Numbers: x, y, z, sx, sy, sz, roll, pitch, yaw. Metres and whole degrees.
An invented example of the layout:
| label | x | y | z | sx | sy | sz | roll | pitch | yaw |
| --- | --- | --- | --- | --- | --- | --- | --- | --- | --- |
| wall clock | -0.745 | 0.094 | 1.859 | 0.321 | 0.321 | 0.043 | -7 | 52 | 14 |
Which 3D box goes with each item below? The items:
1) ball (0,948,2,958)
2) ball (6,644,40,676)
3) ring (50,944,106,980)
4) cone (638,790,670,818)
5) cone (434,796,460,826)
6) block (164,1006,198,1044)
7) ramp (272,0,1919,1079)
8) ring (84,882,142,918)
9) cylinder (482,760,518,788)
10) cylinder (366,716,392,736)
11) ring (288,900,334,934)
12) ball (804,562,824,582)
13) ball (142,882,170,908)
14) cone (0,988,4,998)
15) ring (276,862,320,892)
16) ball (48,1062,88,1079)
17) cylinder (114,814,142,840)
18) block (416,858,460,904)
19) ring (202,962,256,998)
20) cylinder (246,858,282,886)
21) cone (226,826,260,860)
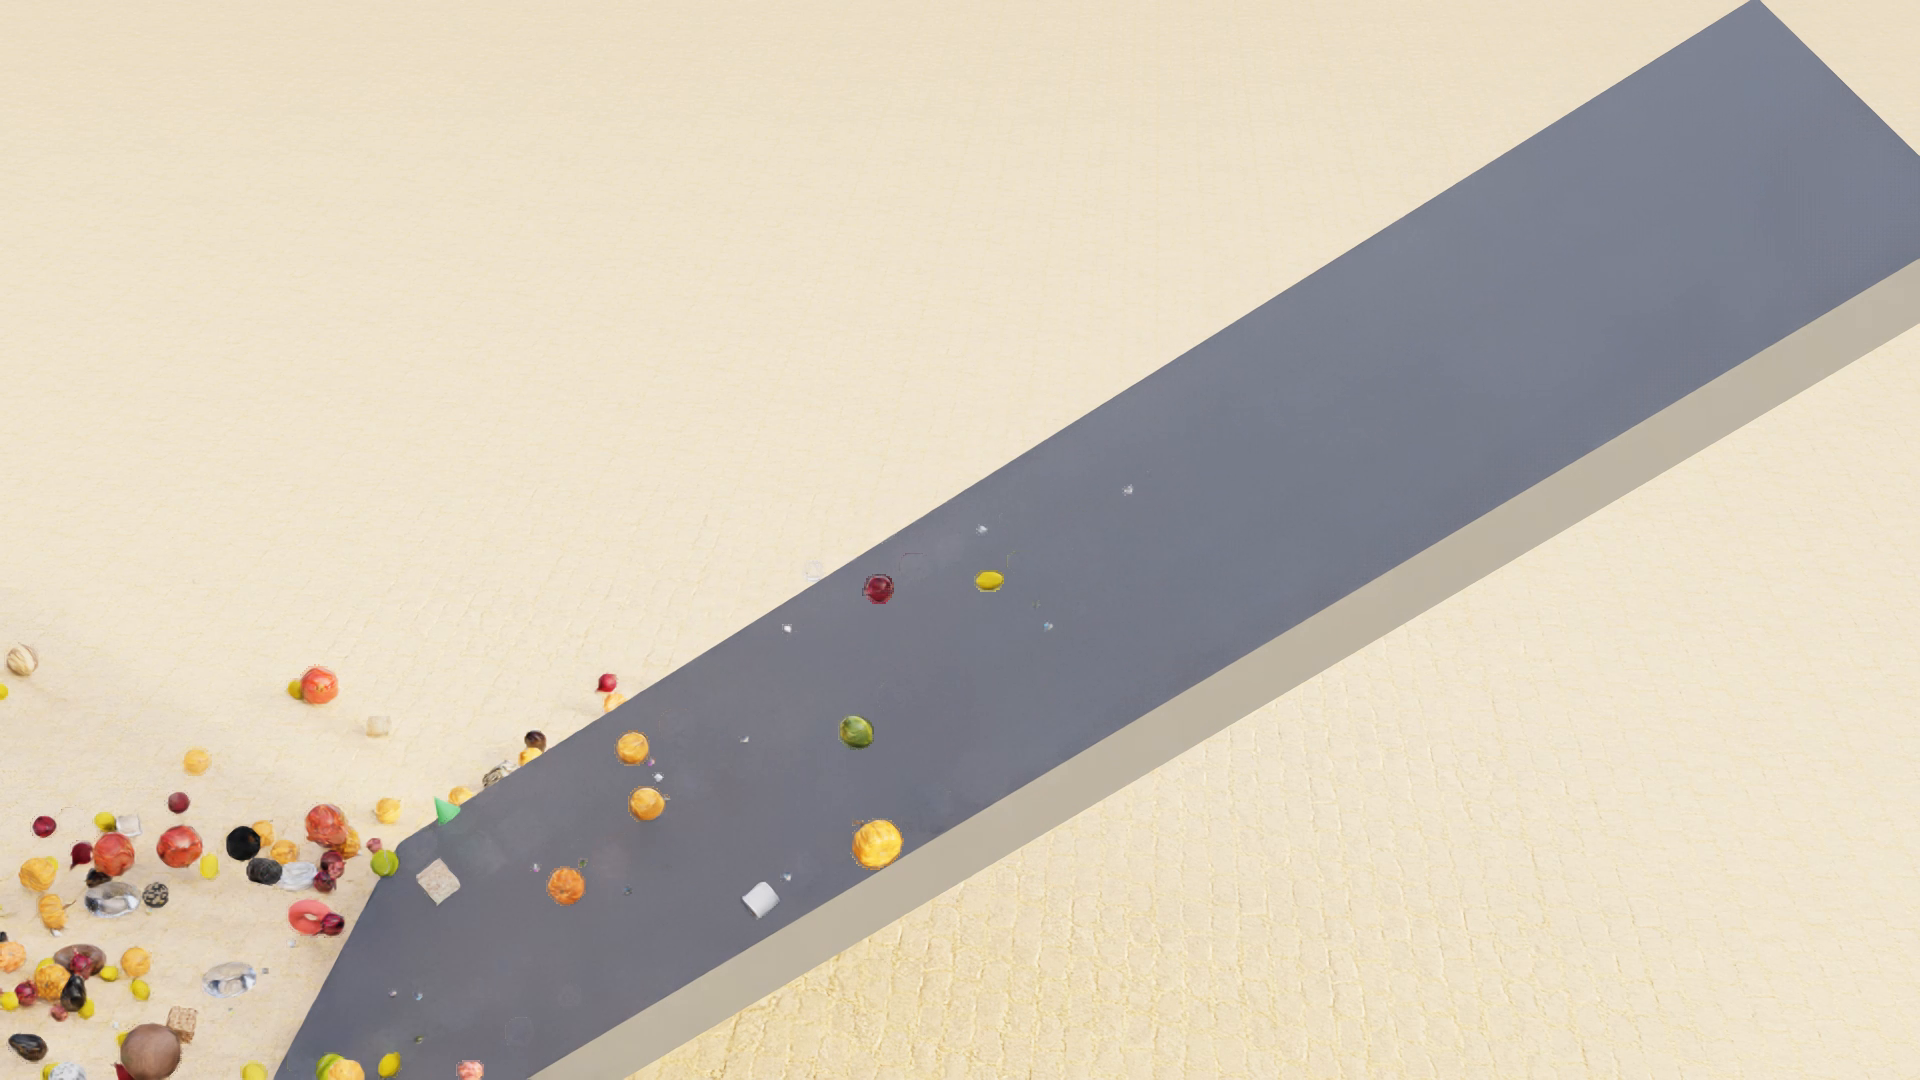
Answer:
| label | x | y | z | sx | sy | sz | roll | pitch | yaw |
| --- | --- | --- | --- | --- | --- | --- | --- | --- | --- |
| ball | -2.399 | 1.024 | 7.281 | 0.055 | 0.055 | 0.055 | 0 | 21 | 0 |
| ball | -2.849 | 0.366 | 8.938 | 0.097 | 0.097 | 0.097 | 0 | 21 | 0 |
| ring | -2.175 | 1.040 | 7.255 | 0.134 | 0.045 | 0.134 | 1 | 21 | 0 |
| cone | -0.678 | 0.583 | 6.584 | 0.065 | 0.065 | 0.065 | -15 | 17 | 16 |
| cone | -1.343 | 0.690 | 7.621 | 0.070 | 0.070 | 0.070 | -33 | 15 | 10 |
| block | -1.816 | 1.130 | 6.858 | 0.059 | 0.059 | 0.059 | 13 | 51 | -20 |
| ramp | 0.137 | 0.172 | 6.302 | 4.000 | 0.100 | 2.000 | -32 | 16 | 15 |
| ring | -2.177 | 0.923 | 7.554 | 0.144 | 0.048 | 0.144 | 1 | 22 | 0 |
| cylinder | -1.275 | 0.665 | 8.186 | 0.077 | 0.077 | 0.077 | 8 | 22 | 20 |
| cylinder | -1.686 | 0.540 | 8.539 | 0.059 | 0.059 | 0.059 | 1 | 21 | 2 |
| ring | -1.620 | 0.941 | 7.337 | 0.114 | 0.114 | 0.038 | 3 | 45 | 7 |
| ball | -0.366 | 0.080 | 7.375 | 0.053 | 0.053 | 0.053 | 0 | 21 | 0 |
| ball | -2.064 | 0.913 | 7.553 | 0.066 | 0.066 | 0.066 | 0 | 21 | 0 |
| cone | -2.360 | 1.071 | 7.127 | 0.076 | 0.076 | 0.076 | 0 | 21 | 0 |
| ring | -1.733 | 0.879 | 7.681 | 0.121 | 0.040 | 0.121 | 1 | 22 | 0 |
| ball | -1.979 | 1.200 | 6.523 | 0.084 | 0.084 | 0.084 | 0 | 21 | 0 |
| cylinder | -2.243 | 0.772 | 7.925 | 0.060 | 0.060 | 0.060 | -10 | 23 | -23 |
| block | -1.247 | 0.816 | 7.035 | 0.071 | 0.071 | 0.071 | -38 | 15 | -9 |
| ring | -1.780 | 1.072 | 7.167 | 0.131 | 0.044 | 0.131 | -2 | 21 | 1 |
| cylinder | -1.782 | 0.848 | 7.532 | 0.065 | 0.065 | 0.065 | 4 | 18 | 44 |
| cone | -1.910 | 0.811 | 7.854 | 0.092 | 0.092 | 0.092 | -4 | -6 | -9 |
